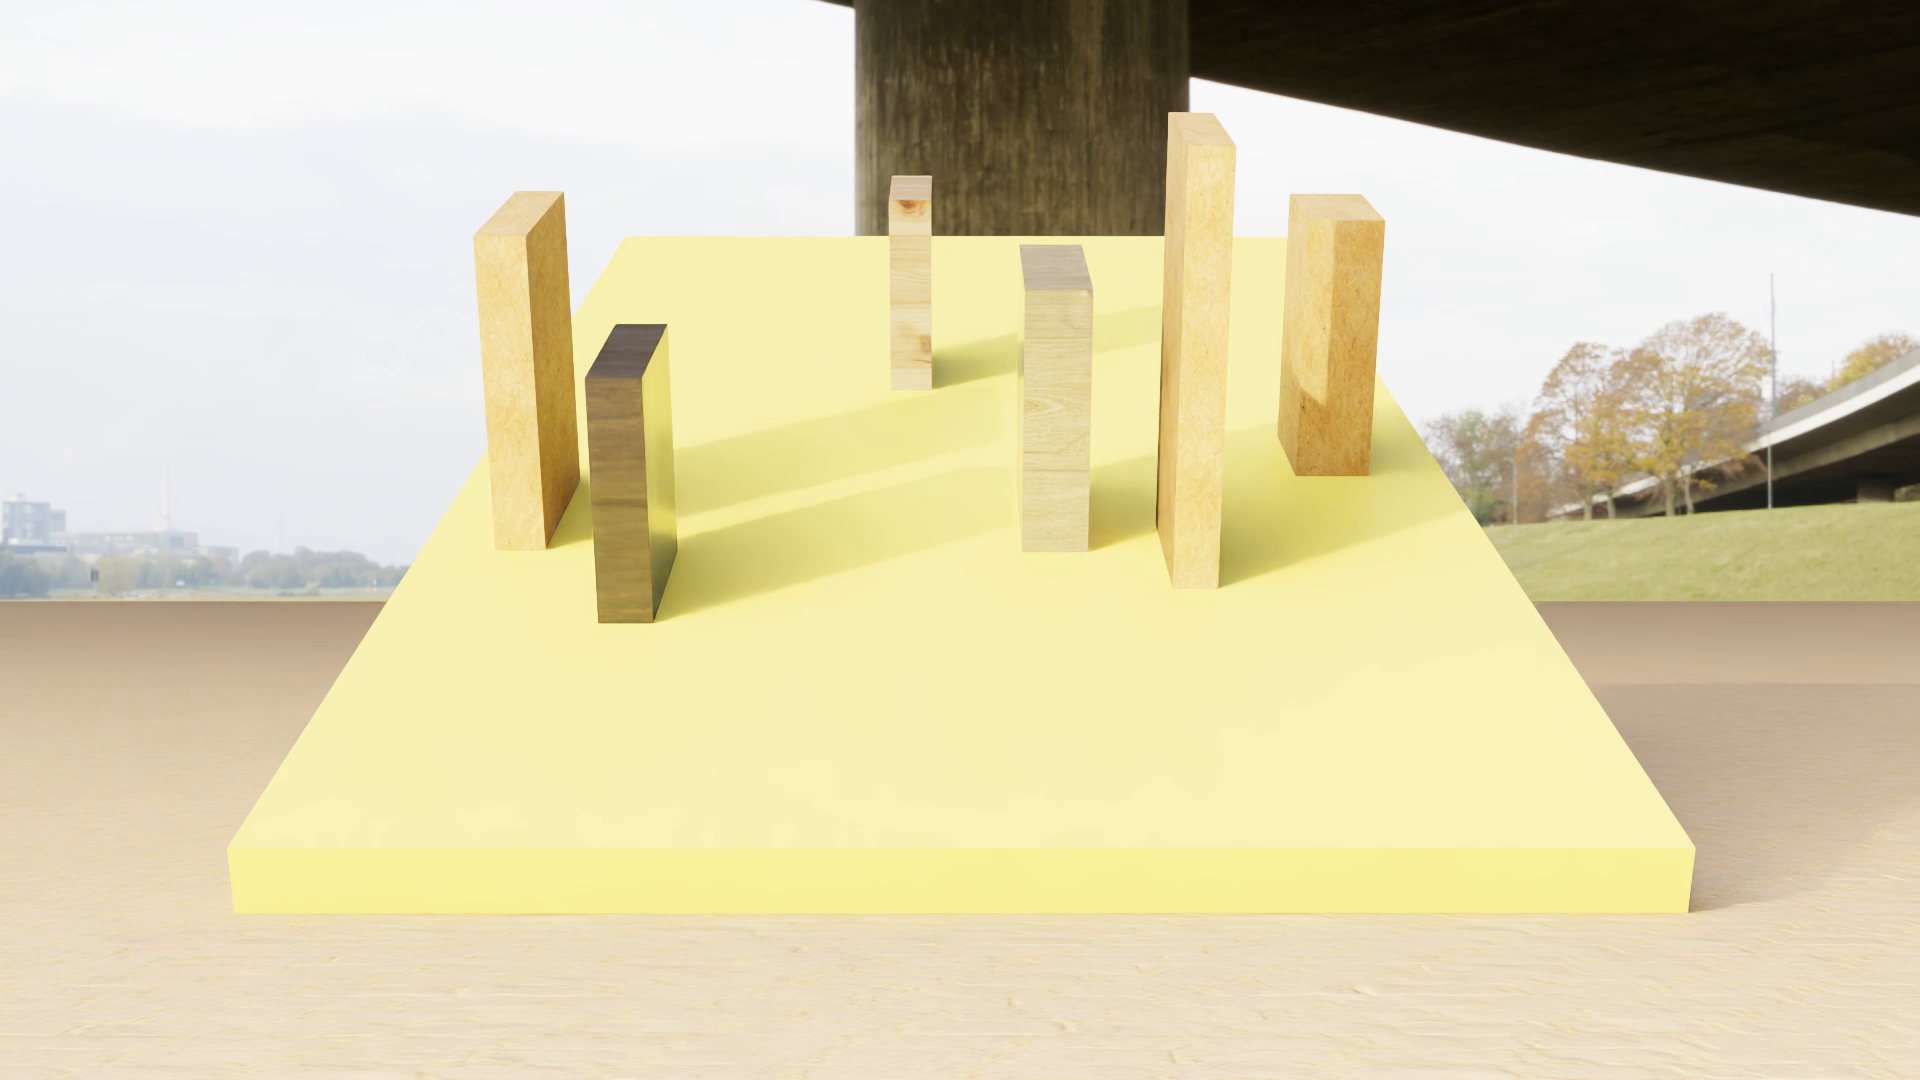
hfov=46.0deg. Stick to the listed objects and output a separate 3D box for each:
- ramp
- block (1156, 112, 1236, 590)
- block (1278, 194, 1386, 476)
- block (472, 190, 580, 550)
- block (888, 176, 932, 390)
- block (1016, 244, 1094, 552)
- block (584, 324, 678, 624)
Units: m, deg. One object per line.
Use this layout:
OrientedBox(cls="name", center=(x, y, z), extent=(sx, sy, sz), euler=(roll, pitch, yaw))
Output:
OrientedBox(cls="ramp", center=(-0.005, -0.203, 4.979), extent=(2.000, 0.100, 4.000), euler=(0, 20, 0))
OrientedBox(cls="block", center=(0.418, -0.343, 4.051), extent=(0.081, 0.787, 0.356), euler=(0, 20, 0))
OrientedBox(cls="block", center=(0.763, -0.427, 4.672), extent=(0.150, 0.529, 0.280), euler=(0, 20, 0))
OrientedBox(cls="block", center=(-0.817, -0.330, 4.299), extent=(0.093, 0.592, 0.422), euler=(0, 20, 0))
OrientedBox(cls="block", center=(-0.114, -0.605, 5.297), extent=(0.094, 0.445, 0.294), euler=(0, 20, 0))
OrientedBox(cls="block", center=(0.176, -0.276, 4.293), extent=(0.122, 0.497, 0.385), euler=(0, 20, 0))
OrientedBox(cls="block", center=(-0.571, -0.123, 3.955), extent=(0.094, 0.433, 0.366), euler=(0, 20, 0))
